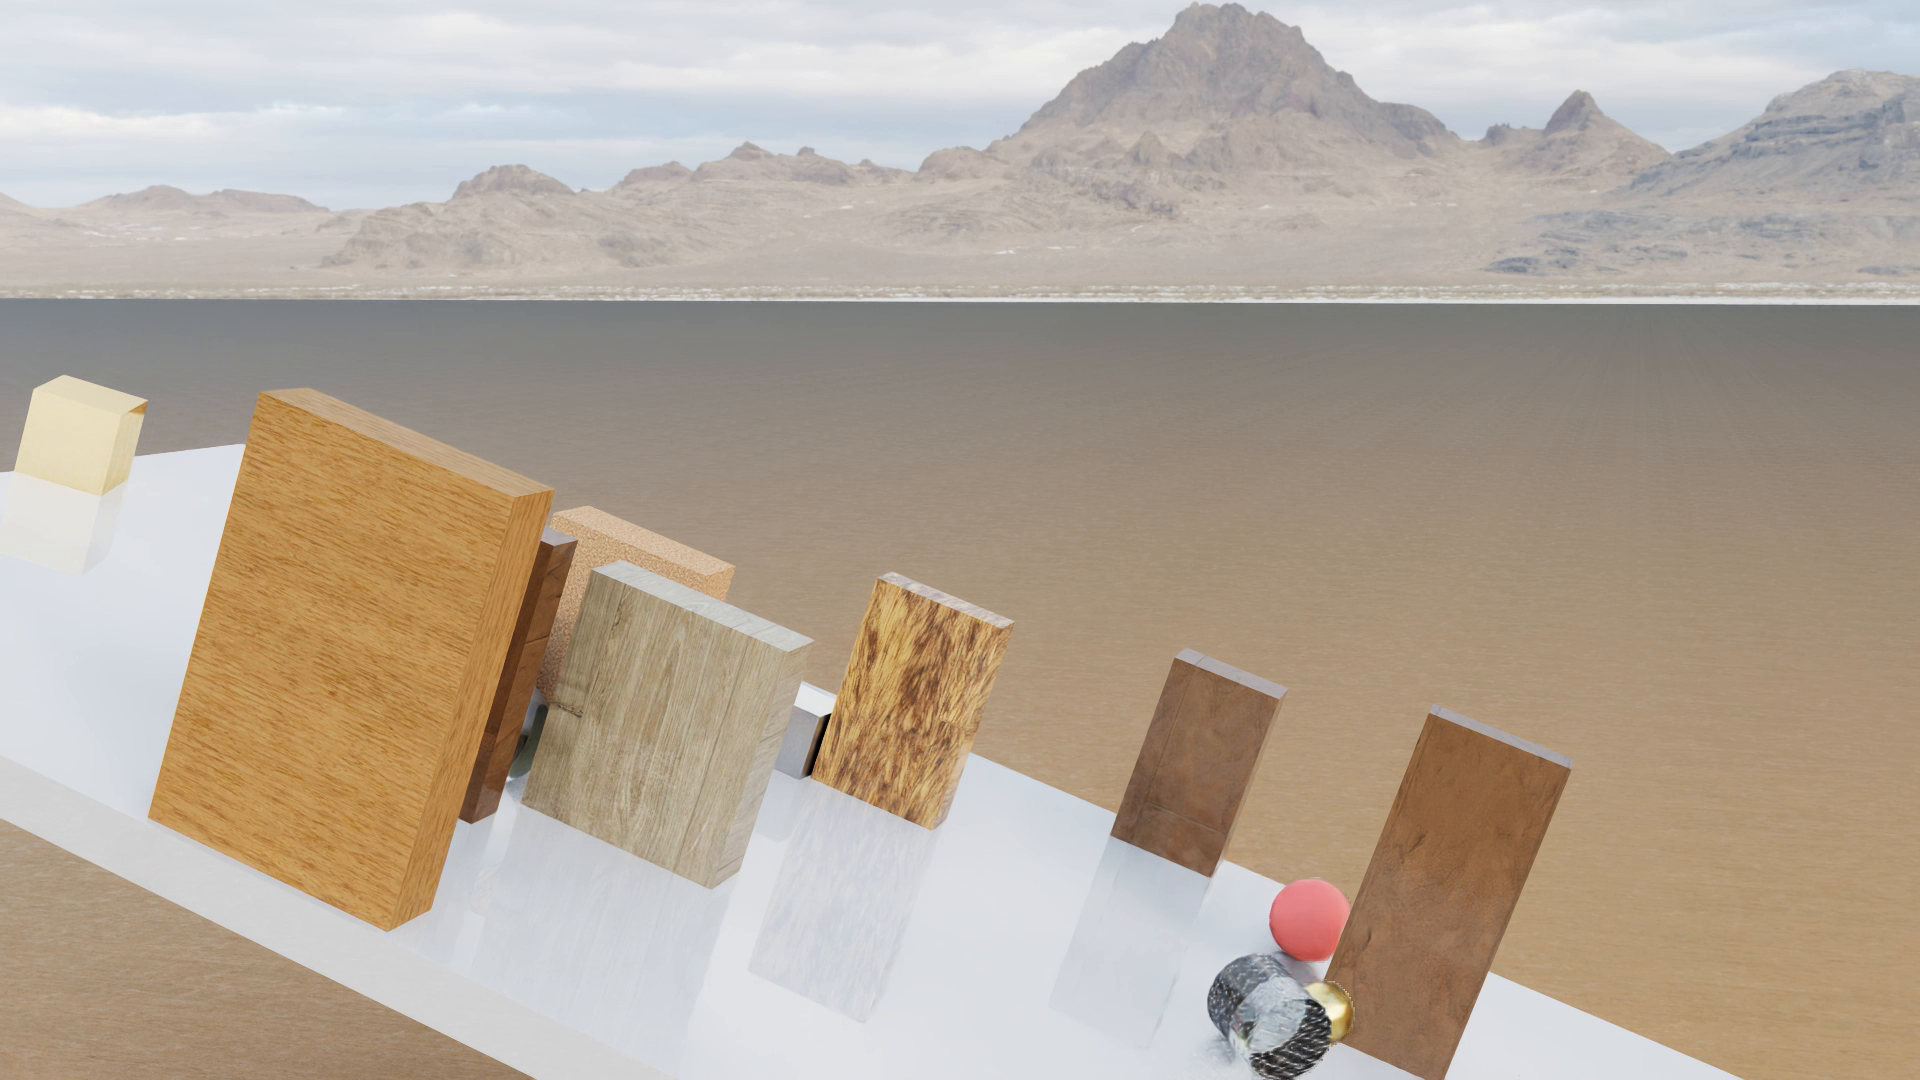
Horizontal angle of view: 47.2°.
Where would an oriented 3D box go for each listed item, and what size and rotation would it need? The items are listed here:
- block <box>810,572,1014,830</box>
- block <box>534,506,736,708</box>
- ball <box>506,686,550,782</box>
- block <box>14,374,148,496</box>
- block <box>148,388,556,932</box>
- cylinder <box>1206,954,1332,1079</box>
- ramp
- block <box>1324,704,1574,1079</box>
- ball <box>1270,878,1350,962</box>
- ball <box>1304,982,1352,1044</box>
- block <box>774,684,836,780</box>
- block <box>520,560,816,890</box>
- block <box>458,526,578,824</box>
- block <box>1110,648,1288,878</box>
[{"bbox_3d":[-0.100,0.334,4.579,0.284,0.456,0.098,22,12,14],"label":"block"},{"bbox_3d":[-0.688,0.195,4.391,0.340,0.422,0.149,22,12,14],"label":"block"},{"bbox_3d":[-0.850,0.341,4.011,0.207,0.207,0.207,0,7,0],"label":"ball"},{"bbox_3d":[-1.966,-0.235,4.925,0.192,0.192,0.192,17,12,-7],"label":"block"},{"bbox_3d":[-0.942,0.180,3.382,0.447,0.711,0.127,22,12,14],"label":"block"},{"bbox_3d":[0.553,0.855,3.946,0.164,0.164,0.164,-3,19,-21],"label":"cylinder"},{"bbox_3d":[-0.342,0.633,4.216,4.000,0.100,2.000,22,12,14],"label":"ramp"},{"bbox_3d":[0.895,0.666,4.125,0.271,0.657,0.092,22,12,14],"label":"block"},{"bbox_3d":[0.721,0.781,4.519,0.169,0.169,0.169,0,7,0],"label":"ball"},{"bbox_3d":[0.675,0.885,4.109,0.117,0.117,0.117,0,7,0],"label":"ball"},{"bbox_3d":[-0.350,0.400,4.652,0.146,0.146,0.146,23,13,18],"label":"block"},{"bbox_3d":[-0.527,0.328,3.951,0.394,0.460,0.129,22,12,14],"label":"block"},{"bbox_3d":[-0.866,0.203,3.843,0.245,0.523,0.090,22,12,14],"label":"block"},{"bbox_3d":[0.530,0.493,4.881,0.244,0.432,0.133,22,12,14],"label":"block"}]
